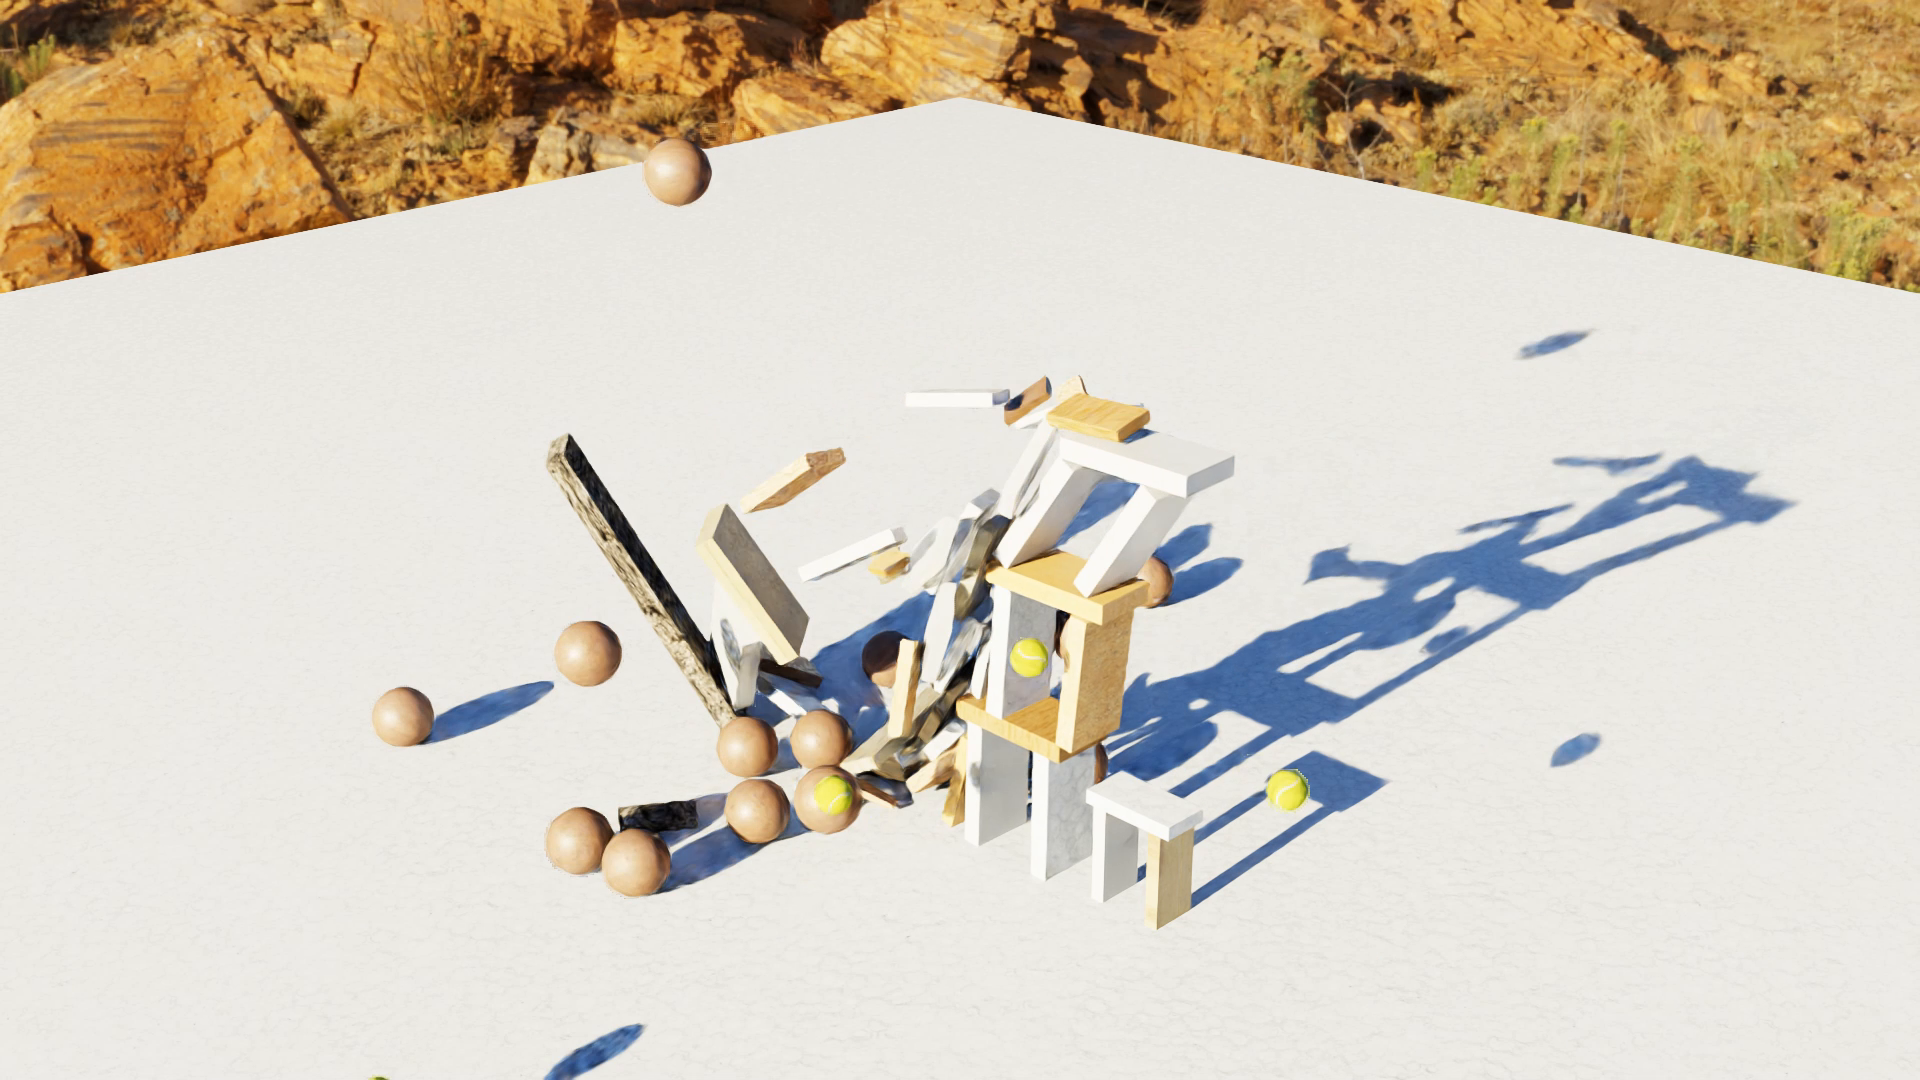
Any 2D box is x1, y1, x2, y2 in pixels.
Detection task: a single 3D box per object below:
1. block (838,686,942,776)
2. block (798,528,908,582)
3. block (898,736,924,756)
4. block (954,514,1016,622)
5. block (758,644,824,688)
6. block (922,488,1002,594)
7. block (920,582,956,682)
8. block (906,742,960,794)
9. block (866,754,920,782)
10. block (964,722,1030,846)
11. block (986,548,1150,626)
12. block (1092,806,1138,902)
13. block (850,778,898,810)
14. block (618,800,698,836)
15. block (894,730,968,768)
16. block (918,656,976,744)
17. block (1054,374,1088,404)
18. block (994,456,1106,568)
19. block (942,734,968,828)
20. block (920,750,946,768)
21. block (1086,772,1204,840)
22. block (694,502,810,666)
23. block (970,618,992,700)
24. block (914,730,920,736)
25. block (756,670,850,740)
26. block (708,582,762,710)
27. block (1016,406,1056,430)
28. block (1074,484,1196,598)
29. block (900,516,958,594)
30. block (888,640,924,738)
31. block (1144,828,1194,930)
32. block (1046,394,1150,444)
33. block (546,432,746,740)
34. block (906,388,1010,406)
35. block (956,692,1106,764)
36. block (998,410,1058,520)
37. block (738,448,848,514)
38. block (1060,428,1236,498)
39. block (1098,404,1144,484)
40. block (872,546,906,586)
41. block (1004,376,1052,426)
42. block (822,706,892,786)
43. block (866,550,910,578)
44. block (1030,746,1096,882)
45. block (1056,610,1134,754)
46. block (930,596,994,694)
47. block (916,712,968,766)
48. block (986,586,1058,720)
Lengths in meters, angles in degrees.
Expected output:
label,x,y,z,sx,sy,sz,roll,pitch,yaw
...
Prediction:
label,x,y,z,sx,sy,sz,roll,pitch,yaw
block,-0.111,0.376,4.491,0.091,0.026,0.360,-18,13,38
block,-0.190,0.026,3.926,0.185,0.026,0.092,-23,-4,12
block,-0.085,0.400,4.501,0.047,0.013,0.094,-28,17,46
block,0.042,0.048,4.115,0.029,0.202,0.101,29,32,17
block,-0.410,0.268,4.866,0.204,0.029,0.102,21,12,-32
block,0.003,0.002,4.081,0.029,0.202,0.101,36,28,11
block,-0.042,0.174,4.123,0.029,0.202,0.101,8,57,-6
block,-0.002,0.440,4.474,0.109,0.218,0.031,-13,68,-54
block,-0.155,0.456,4.579,0.157,0.022,0.078,5,47,38
block,0.074,0.459,4.334,0.134,0.268,0.038,-20,32,-39
block,0.196,0.076,4.043,0.274,0.039,0.137,20,30,37
block,0.294,0.576,4.149,0.028,0.198,0.099,21,31,41
block,-0.175,0.518,4.471,0.094,0.013,0.047,26,15,10
block,-0.607,0.557,4.419,0.156,0.022,0.078,-4,23,-10
block,-0.067,0.408,4.546,0.157,0.022,0.078,-22,51,-16
block,-0.020,0.318,4.342,0.027,0.245,0.094,38,60,6
block,0.209,-0.249,3.991,0.052,0.015,0.104,-31,45,16
block,0.175,-0.067,4.004,0.138,0.275,0.039,-24,66,-44
block,0.033,0.465,4.385,0.109,0.218,0.031,-20,46,-39
block,-0.013,0.436,4.591,0.157,0.022,0.078,-27,0,-5
block,0.341,0.490,4.062,0.198,0.028,0.099,21,31,41
block,-0.420,0.088,4.463,0.044,0.311,0.156,-26,23,18
block,0.073,0.214,4.218,0.094,0.187,0.027,-29,55,-36
block,-0.092,0.387,4.500,0.094,0.013,0.047,-19,13,36
block,-0.393,0.324,4.801,0.383,0.029,0.102,34,13,33
block,-0.474,0.221,4.624,0.044,0.311,0.156,-18,65,-18
block,0.156,-0.226,4.059,0.052,0.015,0.104,-6,-9,-39
block,0.316,-0.015,3.889,0.138,0.275,0.039,-22,64,-41
block,-0.056,0.027,4.014,0.026,0.092,0.185,23,-22,-12
block,-0.103,0.284,4.189,0.026,0.183,0.091,7,-4,10
block,0.387,0.613,4.063,0.028,0.198,0.099,21,31,41
block,0.244,-0.216,3.882,0.086,0.024,0.171,-34,34,-33
block,-0.660,0.103,4.672,0.044,0.723,0.156,-28,21,6
block,-0.004,-0.264,4.079,0.171,0.024,0.086,2,10,24
block,0.136,0.343,4.216,0.268,0.038,0.134,21,31,40
block,0.125,-0.136,3.956,0.026,0.092,0.184,26,64,8
block,-0.283,-0.100,3.720,0.183,0.026,0.091,-32,-12,40
block,0.325,-0.145,3.824,0.275,0.039,0.138,20,30,38
block,0.293,-0.180,4.126,0.086,0.171,0.024,-2,42,-7
block,-0.142,0.035,4.298,0.054,0.015,0.109,-27,44,9
block,0.125,-0.258,4.080,0.104,0.015,0.052,-34,32,27
block,-0.210,0.431,4.604,0.078,0.022,0.211,-3,39,30
block,-0.134,0.045,4.177,0.054,0.015,0.109,-41,18,-15
block,0.198,0.508,4.221,0.038,0.268,0.134,22,31,40
block,0.249,0.245,4.053,0.039,0.274,0.137,27,35,37
block,0.009,0.200,4.193,0.027,0.187,0.094,34,33,8
block,-0.010,0.373,4.417,0.031,0.218,0.109,41,58,0
block,0.119,0.192,4.168,0.039,0.274,0.137,26,34,38
